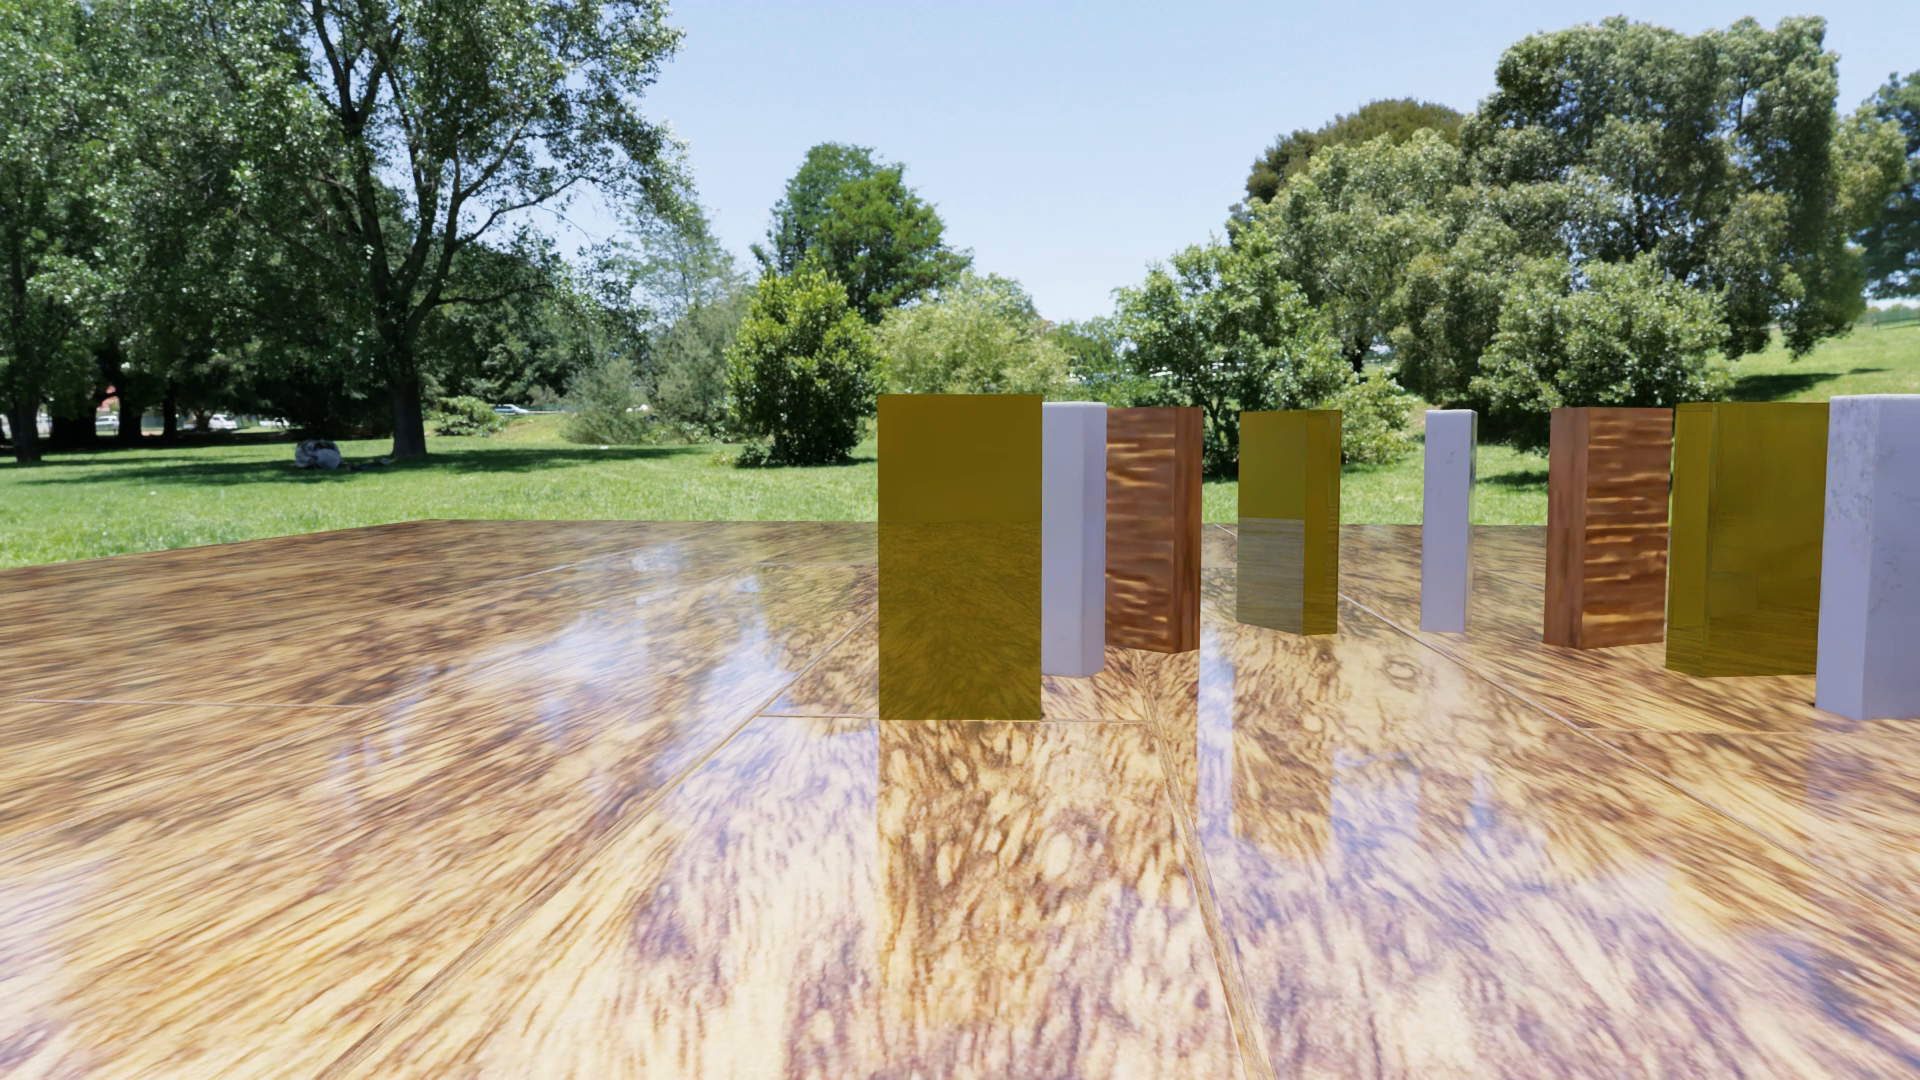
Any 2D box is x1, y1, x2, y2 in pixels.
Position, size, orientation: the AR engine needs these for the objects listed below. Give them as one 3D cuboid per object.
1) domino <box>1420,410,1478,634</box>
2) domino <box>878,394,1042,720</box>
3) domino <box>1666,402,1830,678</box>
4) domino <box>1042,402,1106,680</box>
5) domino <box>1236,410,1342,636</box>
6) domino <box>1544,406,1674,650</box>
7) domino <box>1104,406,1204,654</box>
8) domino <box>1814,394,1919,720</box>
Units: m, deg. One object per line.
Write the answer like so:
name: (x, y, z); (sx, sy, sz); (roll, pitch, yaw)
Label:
domino: (0.114, -0.005, 0.299); (0.010, 0.050, 0.025); (2, 5, 25)
domino: (0.000, 0.002, 0.201); (0.025, 0.050, 0.010); (0, 4, 0)
domino: (0.147, 0.000, 0.238); (0.025, 0.050, 0.009); (-1, 4, -8)
domino: (0.014, -0.001, 0.241); (0.025, 0.050, 0.010); (3, 5, 31)
domino: (0.075, -0.005, 0.296); (0.010, 0.050, 0.025); (-2, 5, -23)
domino: (0.138, -0.003, 0.273); (0.025, 0.050, 0.010); (-2, 5, -25)
domino: (0.038, -0.003, 0.270); (0.009, 0.050, 0.025); (-4, 6, -44)
domino: (0.151, 0.002, 0.202); (0.025, 0.050, 0.009); (0, 4, -5)
